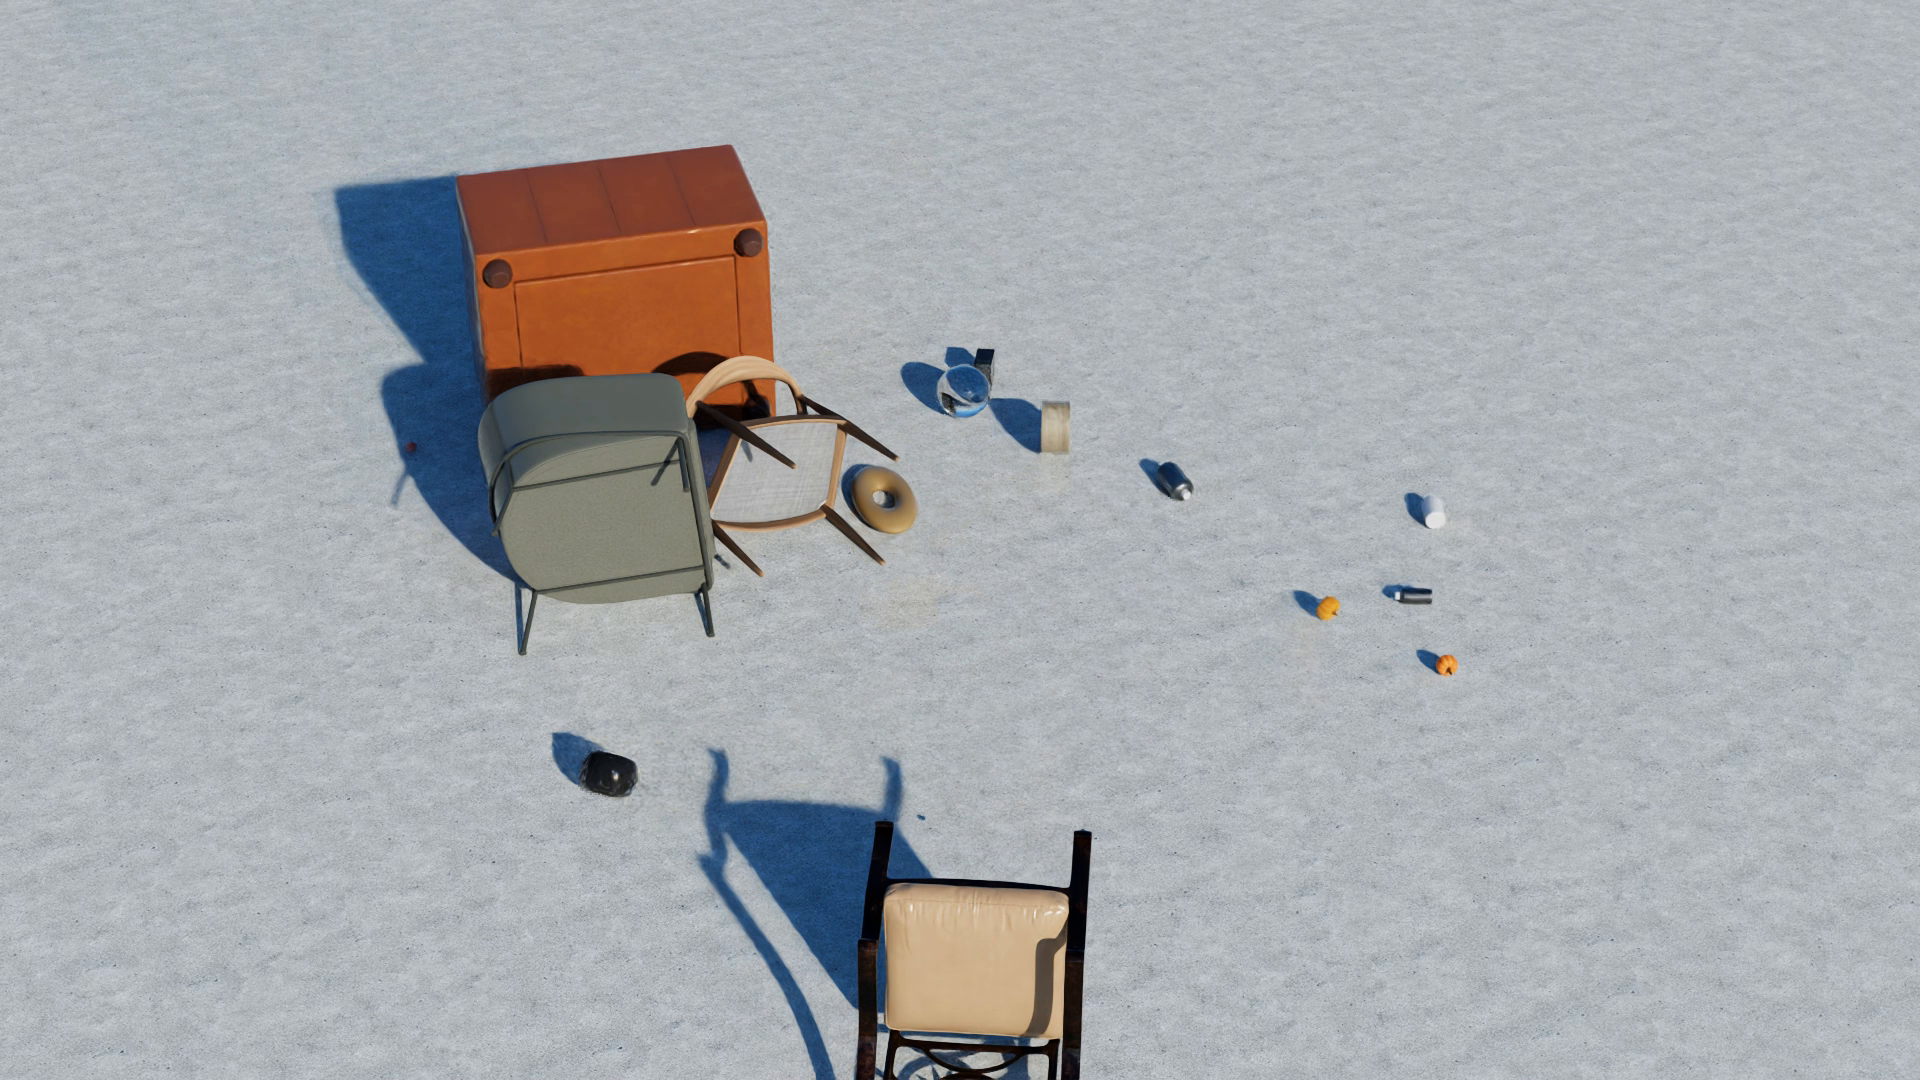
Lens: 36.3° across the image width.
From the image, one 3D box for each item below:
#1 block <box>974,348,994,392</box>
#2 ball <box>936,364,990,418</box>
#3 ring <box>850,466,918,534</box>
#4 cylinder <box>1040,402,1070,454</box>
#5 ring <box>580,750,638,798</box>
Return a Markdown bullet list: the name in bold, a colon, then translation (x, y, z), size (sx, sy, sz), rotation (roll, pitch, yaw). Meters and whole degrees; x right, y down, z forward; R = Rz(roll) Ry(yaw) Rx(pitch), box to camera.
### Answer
- **block**: translation (0.098, -0.690, 11.879), size (0.070, 0.124, 0.126), rotation (4, 34, 6)
- **ball**: translation (0.014, -0.589, 11.644), size (0.213, 0.213, 0.213), rotation (0, 33, 0)
- **ring**: translation (-0.289, -0.155, 11.124), size (0.237, 0.064, 0.473), rotation (-7, 34, -12)
- **cylinder**: translation (0.372, -0.437, 11.421), size (0.109, 0.210, 0.201), rotation (1, 73, 2)
- **ring**: translation (-1.149, 0.768, 9.596), size (0.186, 0.127, 0.244), rotation (18, -11, -19)
